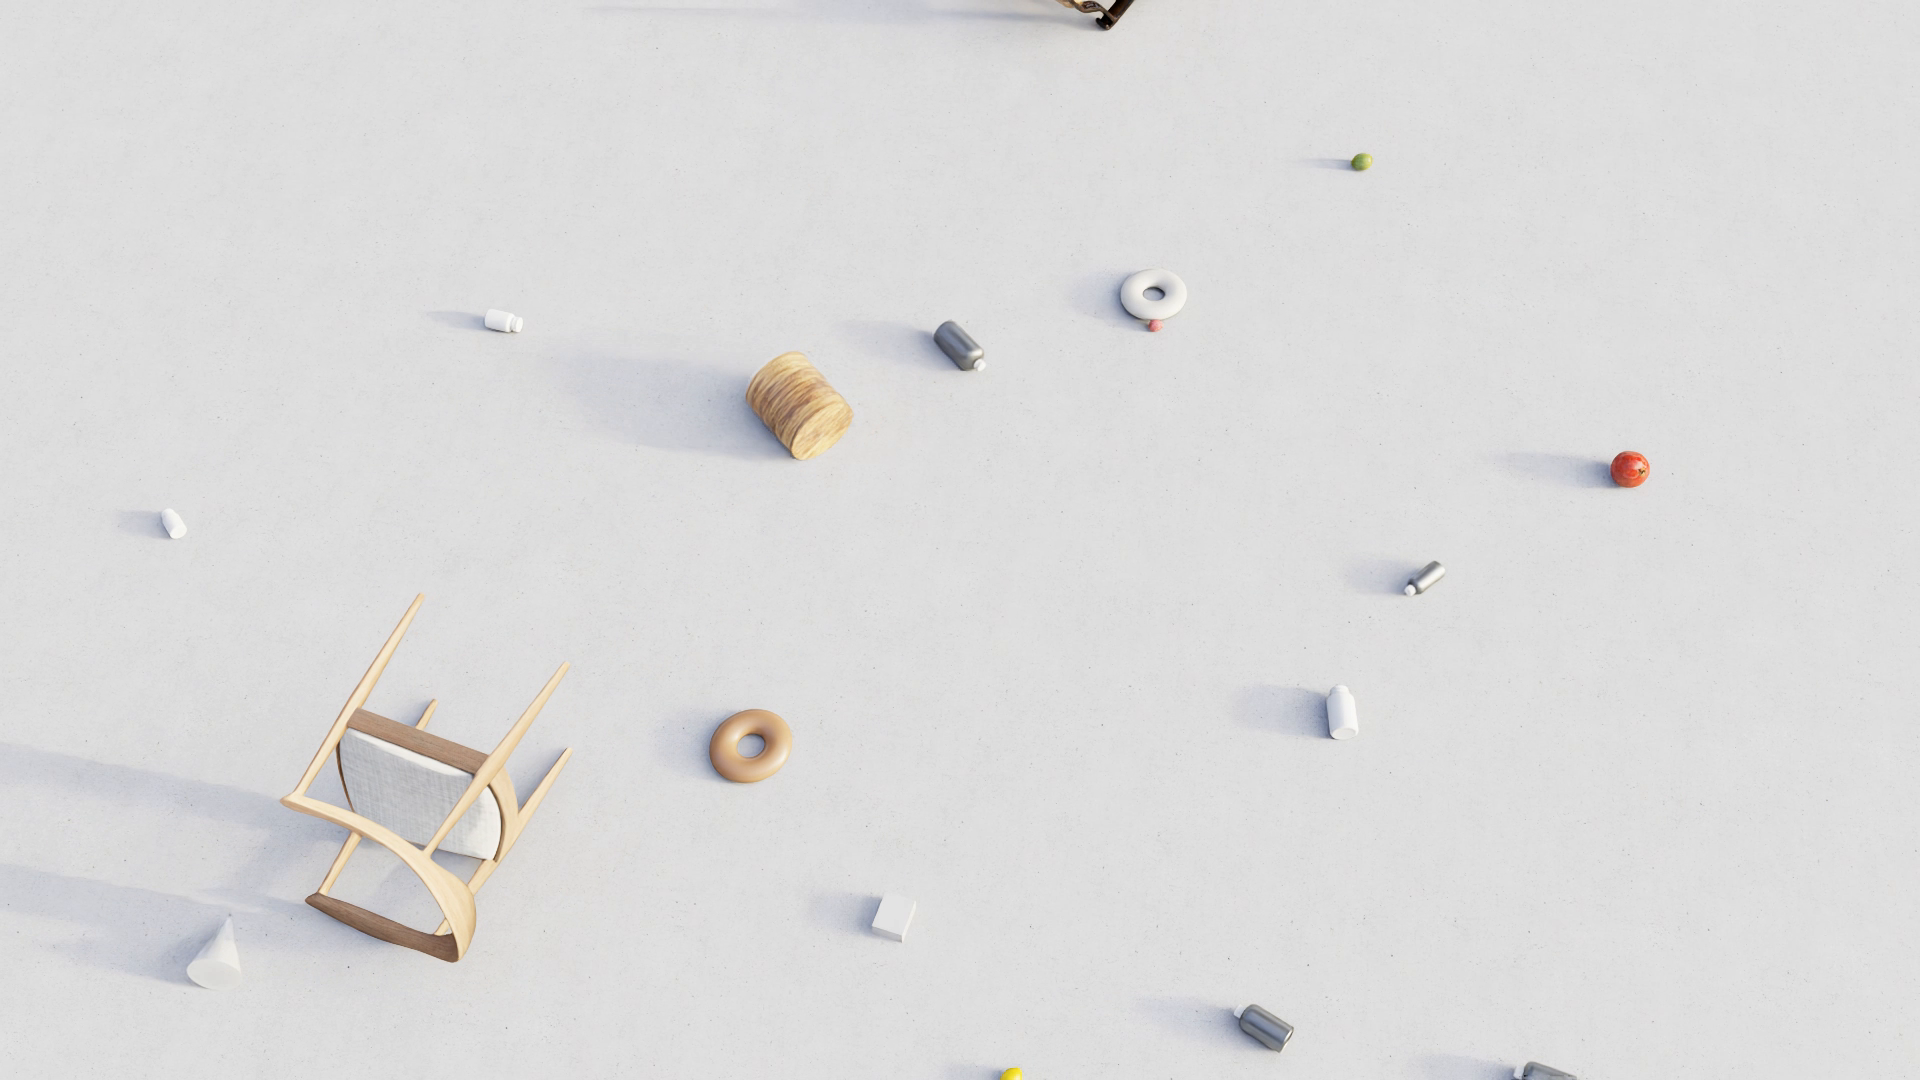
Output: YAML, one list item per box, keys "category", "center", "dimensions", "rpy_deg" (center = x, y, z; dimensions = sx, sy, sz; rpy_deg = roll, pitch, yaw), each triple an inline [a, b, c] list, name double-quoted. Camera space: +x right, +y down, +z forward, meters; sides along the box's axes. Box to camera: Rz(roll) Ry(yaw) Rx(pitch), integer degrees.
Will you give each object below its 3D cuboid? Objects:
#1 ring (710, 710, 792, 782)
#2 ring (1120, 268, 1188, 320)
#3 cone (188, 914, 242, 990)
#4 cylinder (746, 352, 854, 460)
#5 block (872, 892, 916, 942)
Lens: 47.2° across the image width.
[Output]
- category: "ring"
  center: [-0.586, 0.576, 6.157]
  dimensions: [0.242, 0.051, 0.222]
  rpy_deg: [-37, 64, -22]
- category: "ring"
  center: [0.623, -0.791, 7.072]
  dimensions: [0.211, 0.046, 0.230]
  rpy_deg: [23, 54, 17]
- category: "cone"
  center: [-1.952, 1.068, 5.821]
  dimensions: [0.143, 0.117, 0.212]
  rpy_deg: [27, 32, -24]
- category: "cylinder"
  center: [-0.491, -0.413, 6.728]
  dimensions: [0.228, 0.203, 0.253]
  rpy_deg: [-39, 63, -6]
- category: "block"
  center: [-0.176, 1.006, 5.868]
  dimensions: [0.085, 0.051, 0.107]
  rpy_deg: [16, 58, 11]
